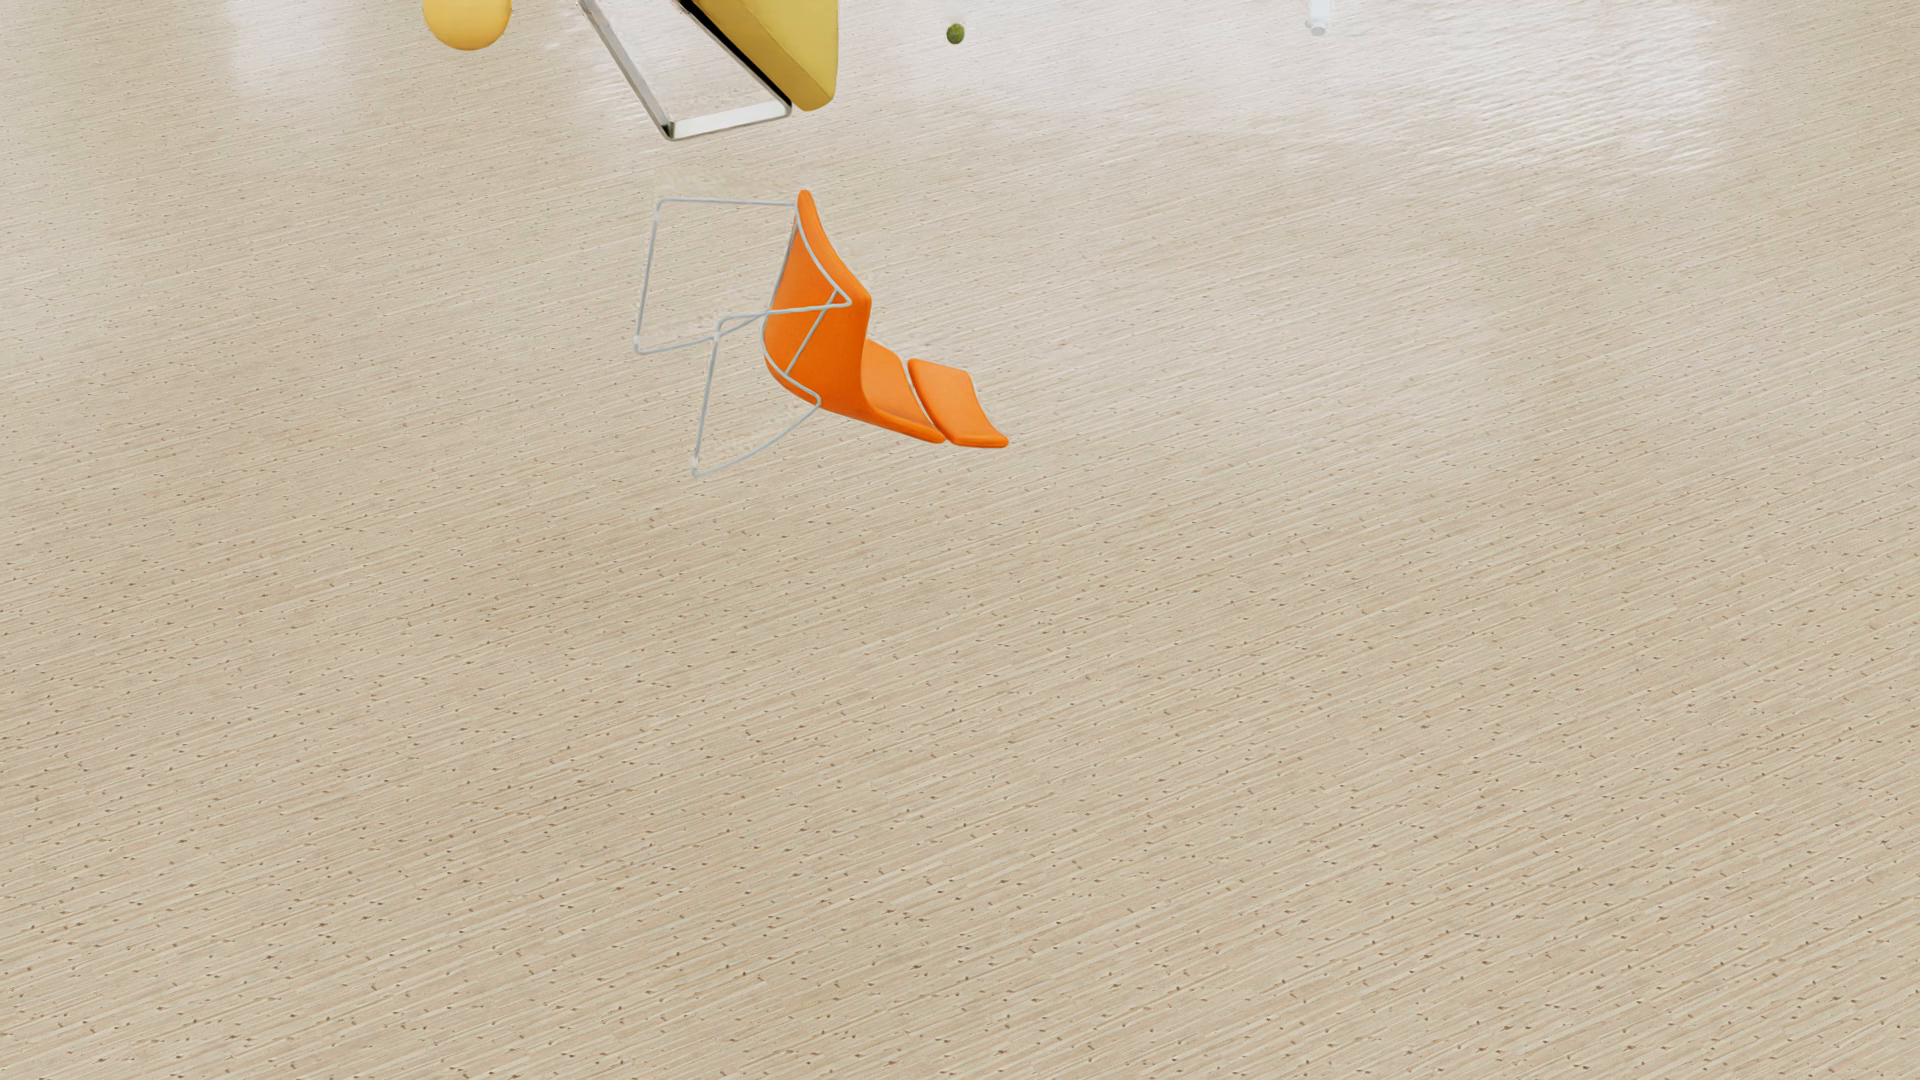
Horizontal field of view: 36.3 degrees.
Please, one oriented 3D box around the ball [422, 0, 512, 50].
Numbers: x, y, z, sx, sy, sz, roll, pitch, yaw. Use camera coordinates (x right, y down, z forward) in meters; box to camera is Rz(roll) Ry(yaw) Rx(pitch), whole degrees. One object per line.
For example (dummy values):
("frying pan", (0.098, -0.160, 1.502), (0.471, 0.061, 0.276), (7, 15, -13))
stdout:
("ball", (-1.387, -1.502, 8.248), (0.248, 0.248, 0.248), (0, 33, 0))
